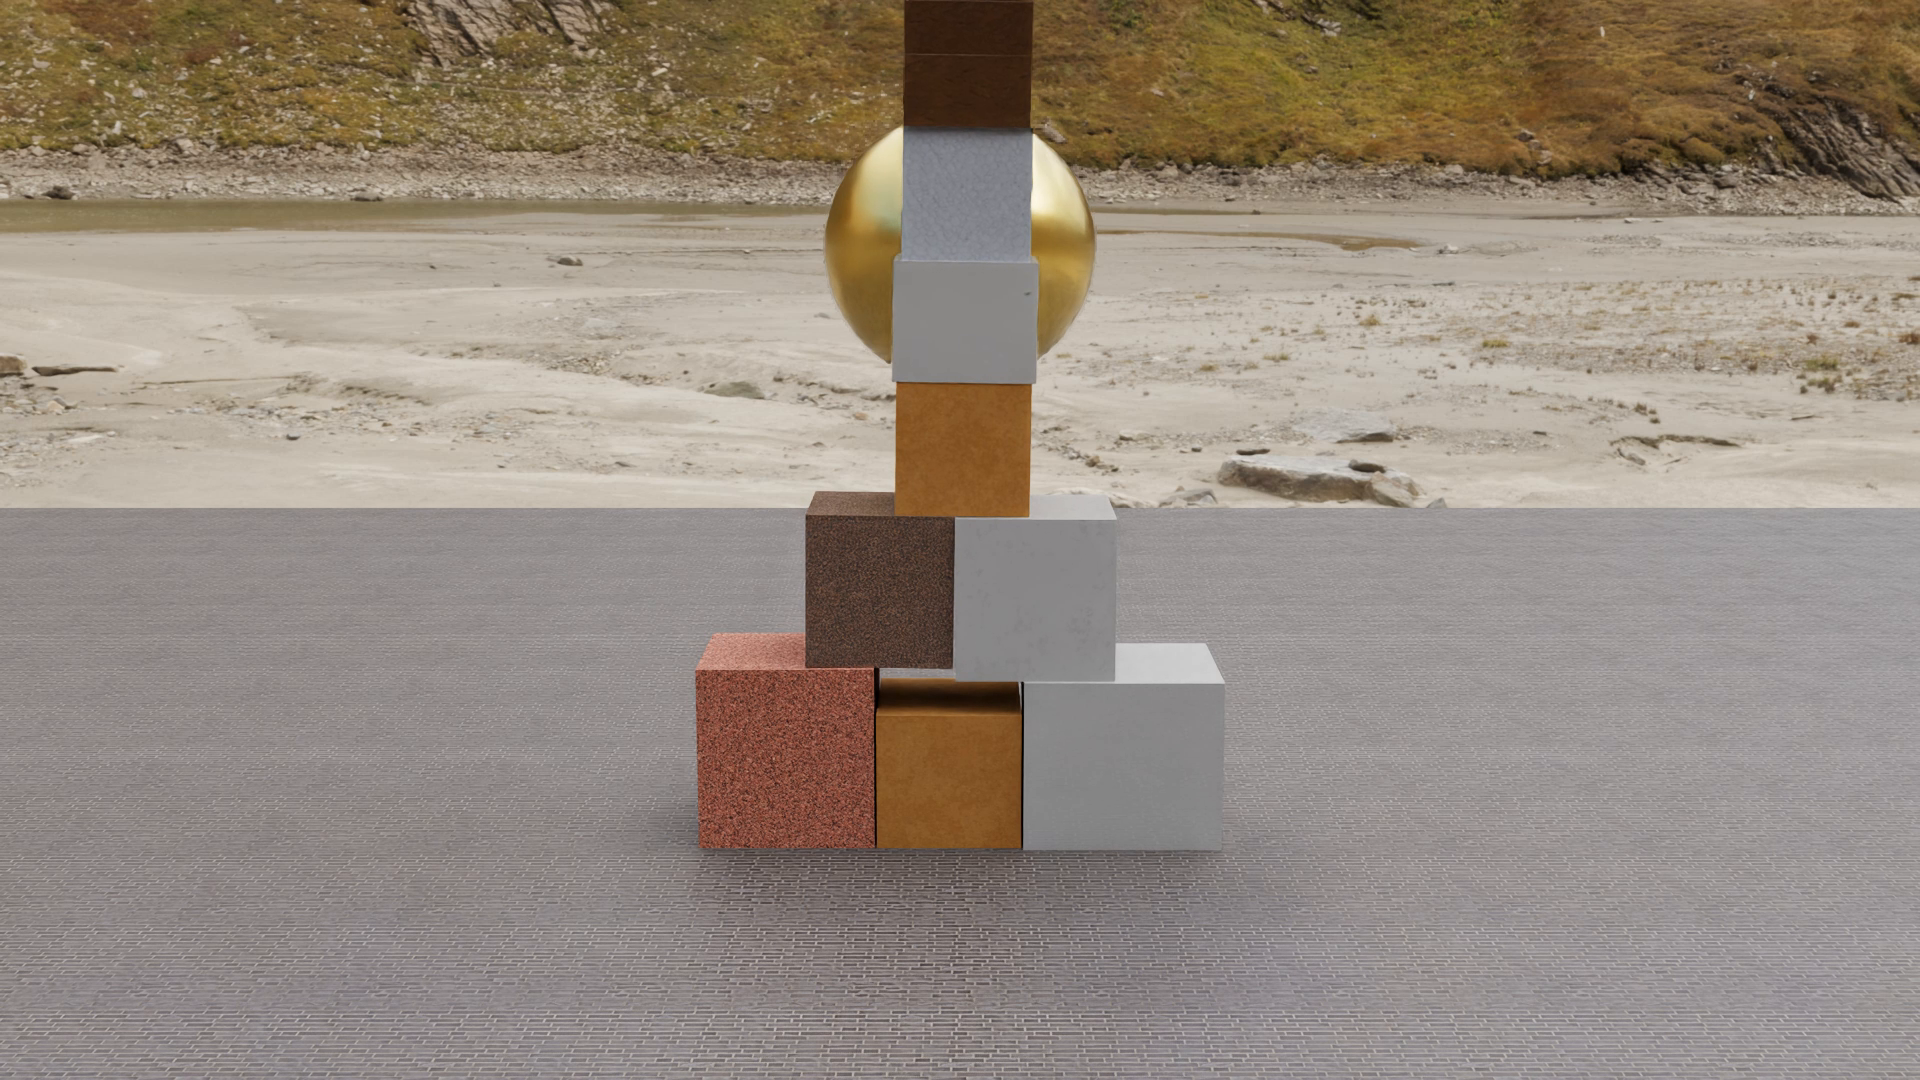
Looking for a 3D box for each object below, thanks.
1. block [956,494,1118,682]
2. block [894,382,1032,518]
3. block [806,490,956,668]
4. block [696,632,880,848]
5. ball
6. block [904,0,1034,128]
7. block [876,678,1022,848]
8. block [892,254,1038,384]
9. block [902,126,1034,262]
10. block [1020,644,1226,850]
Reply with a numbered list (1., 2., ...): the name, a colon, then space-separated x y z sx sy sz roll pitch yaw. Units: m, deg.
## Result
1. block: 0.373 0.232 11.203 0.794 0.816 0.766 0 10 0
2. block: 0.015 -0.500 11.080 0.661 0.659 0.659 1 10 0
3. block: -0.396 0.192 11.231 0.734 0.767 0.751 1 10 0
4. block: -0.869 1.022 11.377 0.883 0.920 0.832 0 10 0
5. ball: 0.000 -1.717 12.976 1.600 1.600 1.600 0 10 0
6. block: 0.038 -2.322 10.751 0.609 0.594 0.662 1 10 0
7. block: -0.055 1.141 11.375 0.725 0.684 0.785 0 10 0
8. block: 0.024 -1.111 10.962 0.702 0.585 0.659 1 10 0
9. block: 0.034 -1.715 10.862 0.624 0.640 0.581 1 10 0
10. block: 0.814 1.053 11.373 0.993 0.860 0.882 0 10 0
